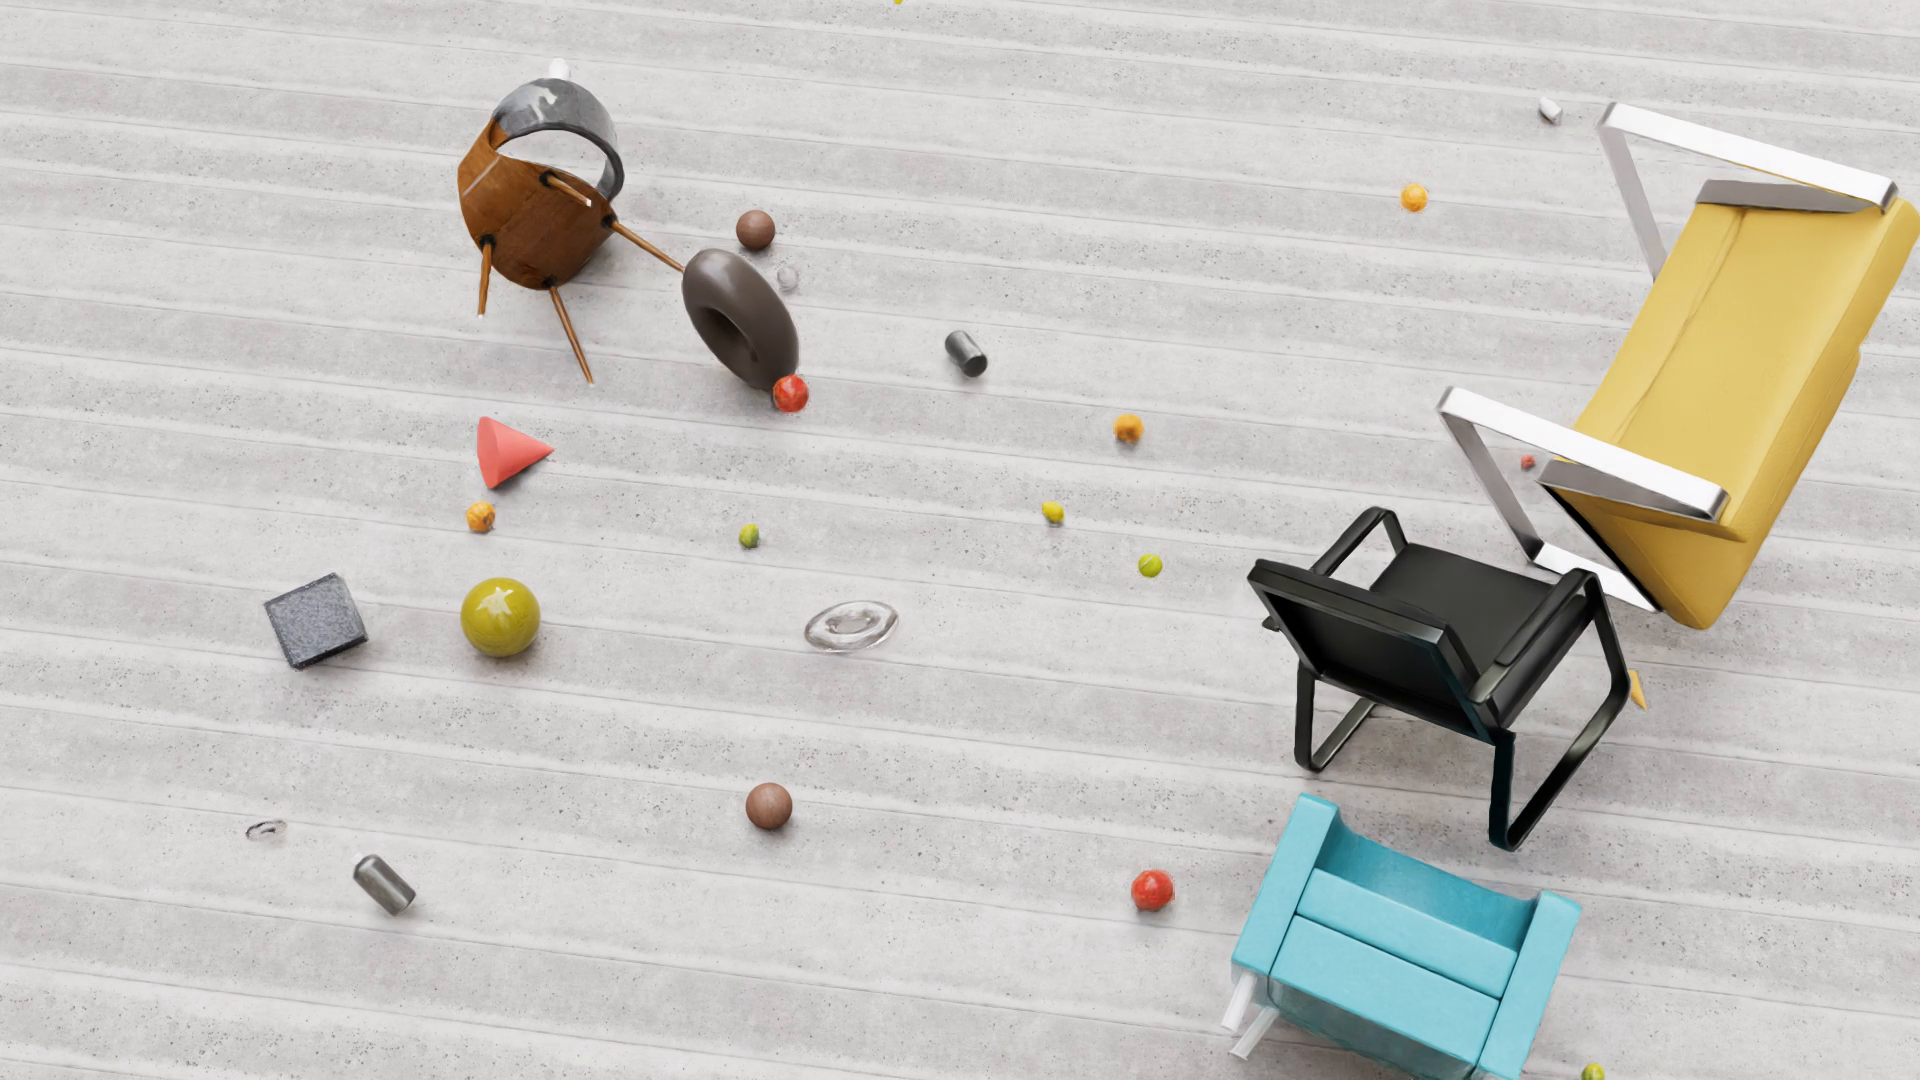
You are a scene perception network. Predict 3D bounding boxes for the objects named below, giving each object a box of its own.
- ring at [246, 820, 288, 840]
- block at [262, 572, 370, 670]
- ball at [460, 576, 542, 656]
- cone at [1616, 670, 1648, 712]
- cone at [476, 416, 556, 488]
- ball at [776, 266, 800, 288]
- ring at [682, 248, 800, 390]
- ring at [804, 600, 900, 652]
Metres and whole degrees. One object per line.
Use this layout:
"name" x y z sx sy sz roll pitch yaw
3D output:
"ring" -1.893 0.793 6.008 0.113 0.039 0.049 -11 37 -22
"block" -1.836 0.233 6.278 0.215 0.135 0.197 -24 85 -7
"ball" -1.314 0.219 6.288 0.230 0.230 0.230 0 56 0
"cone" 1.898 0.436 6.166 0.065 0.067 0.134 7 36 -21
"cone" -1.336 -0.273 6.706 0.217 0.184 0.229 -4 63 -31
"ball" -0.555 -0.848 7.098 0.075 0.075 0.075 0 56 0
"ring" -0.668 -0.673 6.727 0.291 0.535 0.178 7 53 37
"ring" -0.313 0.249 6.373 0.284 0.057 0.158 -11 56 -7
